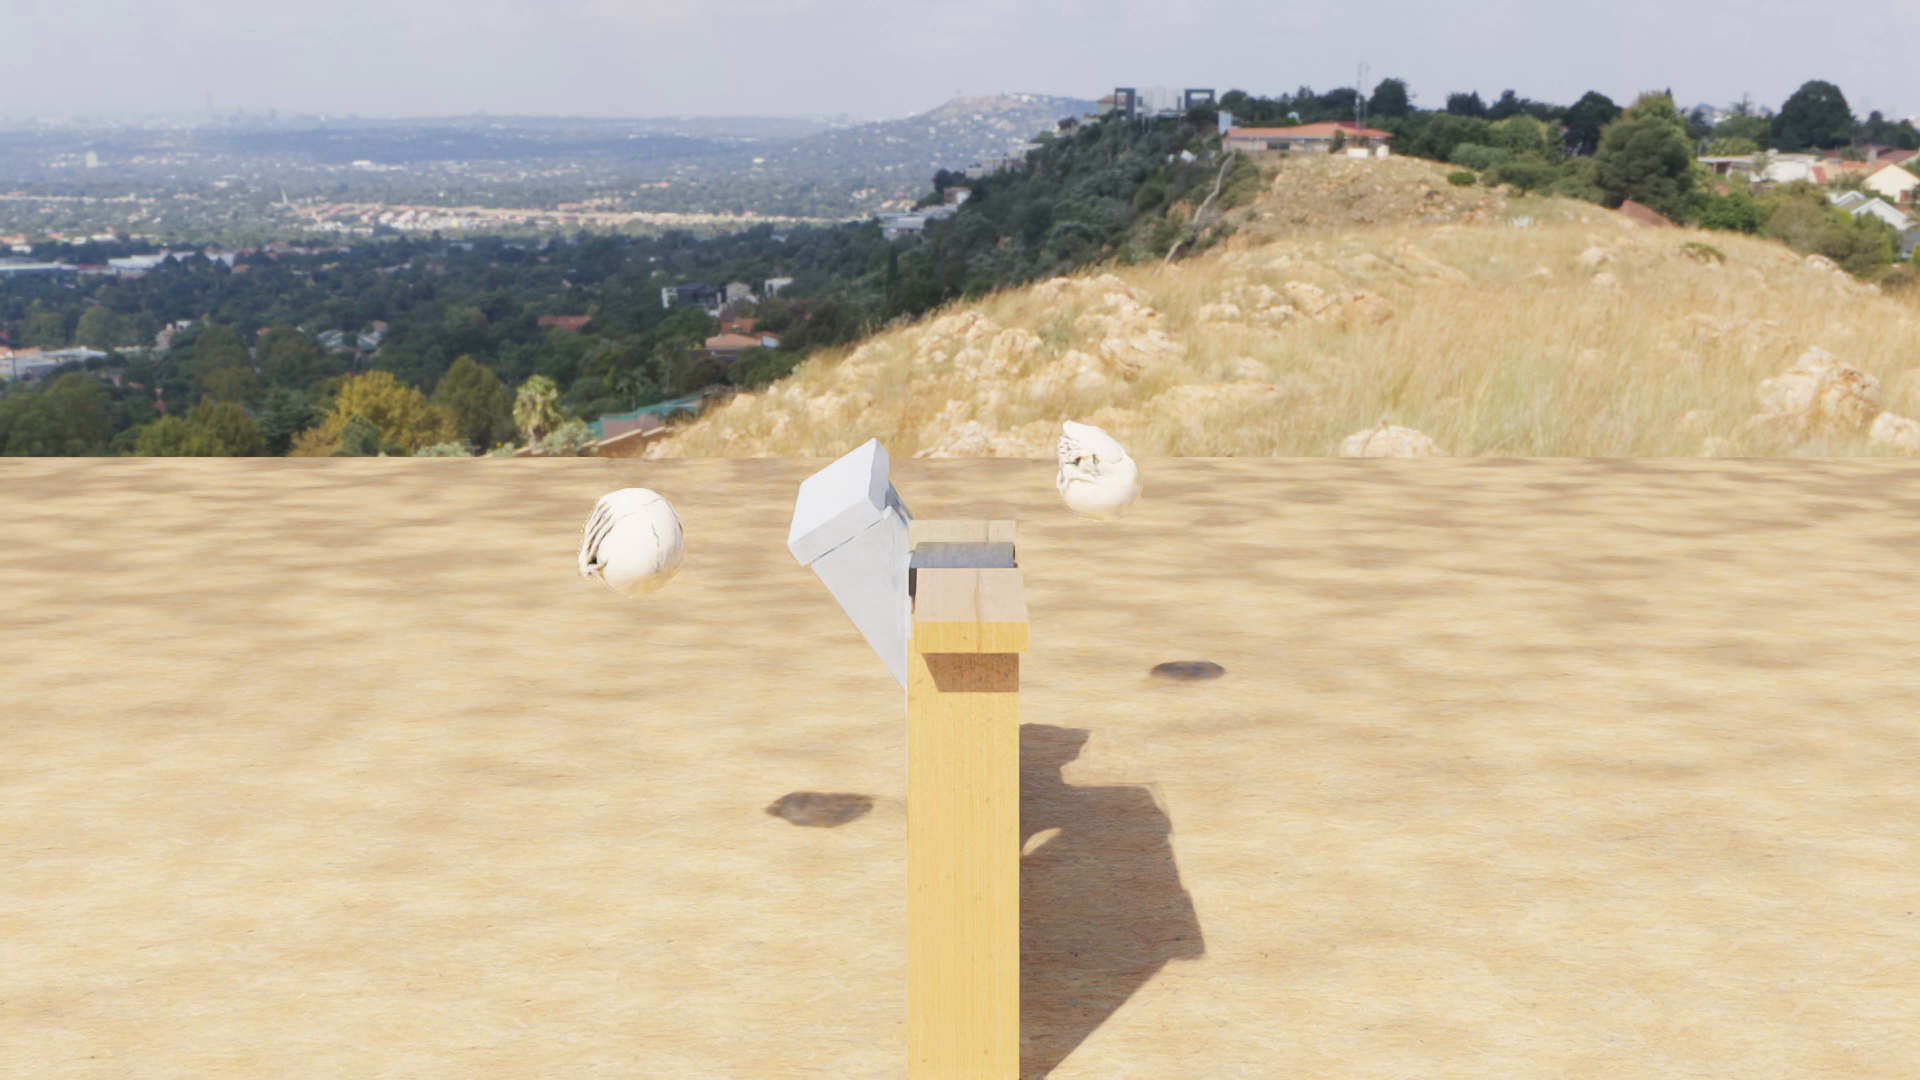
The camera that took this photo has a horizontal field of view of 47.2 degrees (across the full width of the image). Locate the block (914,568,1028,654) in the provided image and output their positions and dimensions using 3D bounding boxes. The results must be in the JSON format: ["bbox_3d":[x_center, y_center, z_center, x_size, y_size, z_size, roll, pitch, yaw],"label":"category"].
[{"bbox_3d":[0.014,0.093,2.955,0.146,0.041,0.292,0,13,0],"label":"block"}]

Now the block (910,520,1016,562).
[{"bbox_3d":[0.006,0.004,3.561,0.165,0.047,0.329,0,-4,1],"label":"block"}]

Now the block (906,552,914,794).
[{"bbox_3d":[-0.001,0.207,3.440,0.165,0.373,0.047,0,3,0],"label":"block"}]

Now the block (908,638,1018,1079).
[{"bbox_3d":[0.004,0.430,2.900,0.146,0.598,0.041,0,0,0],"label":"block"}]

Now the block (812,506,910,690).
[{"bbox_3d":[-0.095,0.121,3.863,0.167,0.335,0.047,-33,18,9],"label":"block"}]

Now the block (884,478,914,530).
[{"bbox_3d":[-0.107,0.095,4.042,0.167,0.385,0.047,-31,2,8],"label":"block"}]

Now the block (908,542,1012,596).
[{"bbox_3d":[0.004,0.041,3.249,0.147,0.042,0.294,0,7,1],"label":"block"}]

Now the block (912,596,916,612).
[{"bbox_3d":[0.005,0.226,3.137,0.147,0.294,0.042,0,0,0],"label":"block"}]

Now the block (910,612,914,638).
[{"bbox_3d":[0.004,0.247,3.033,0.146,0.292,0.041,0,1,0],"label":"block"}]

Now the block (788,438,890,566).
[{"bbox_3d":[-0.215,-0.072,3.945,0.167,0.047,0.335,-31,17,11],"label":"block"}]

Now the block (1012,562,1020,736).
[{"bbox_3d":[0.017,0.190,3.744,0.165,0.329,0.047,1,30,4],"label":"block"}]
